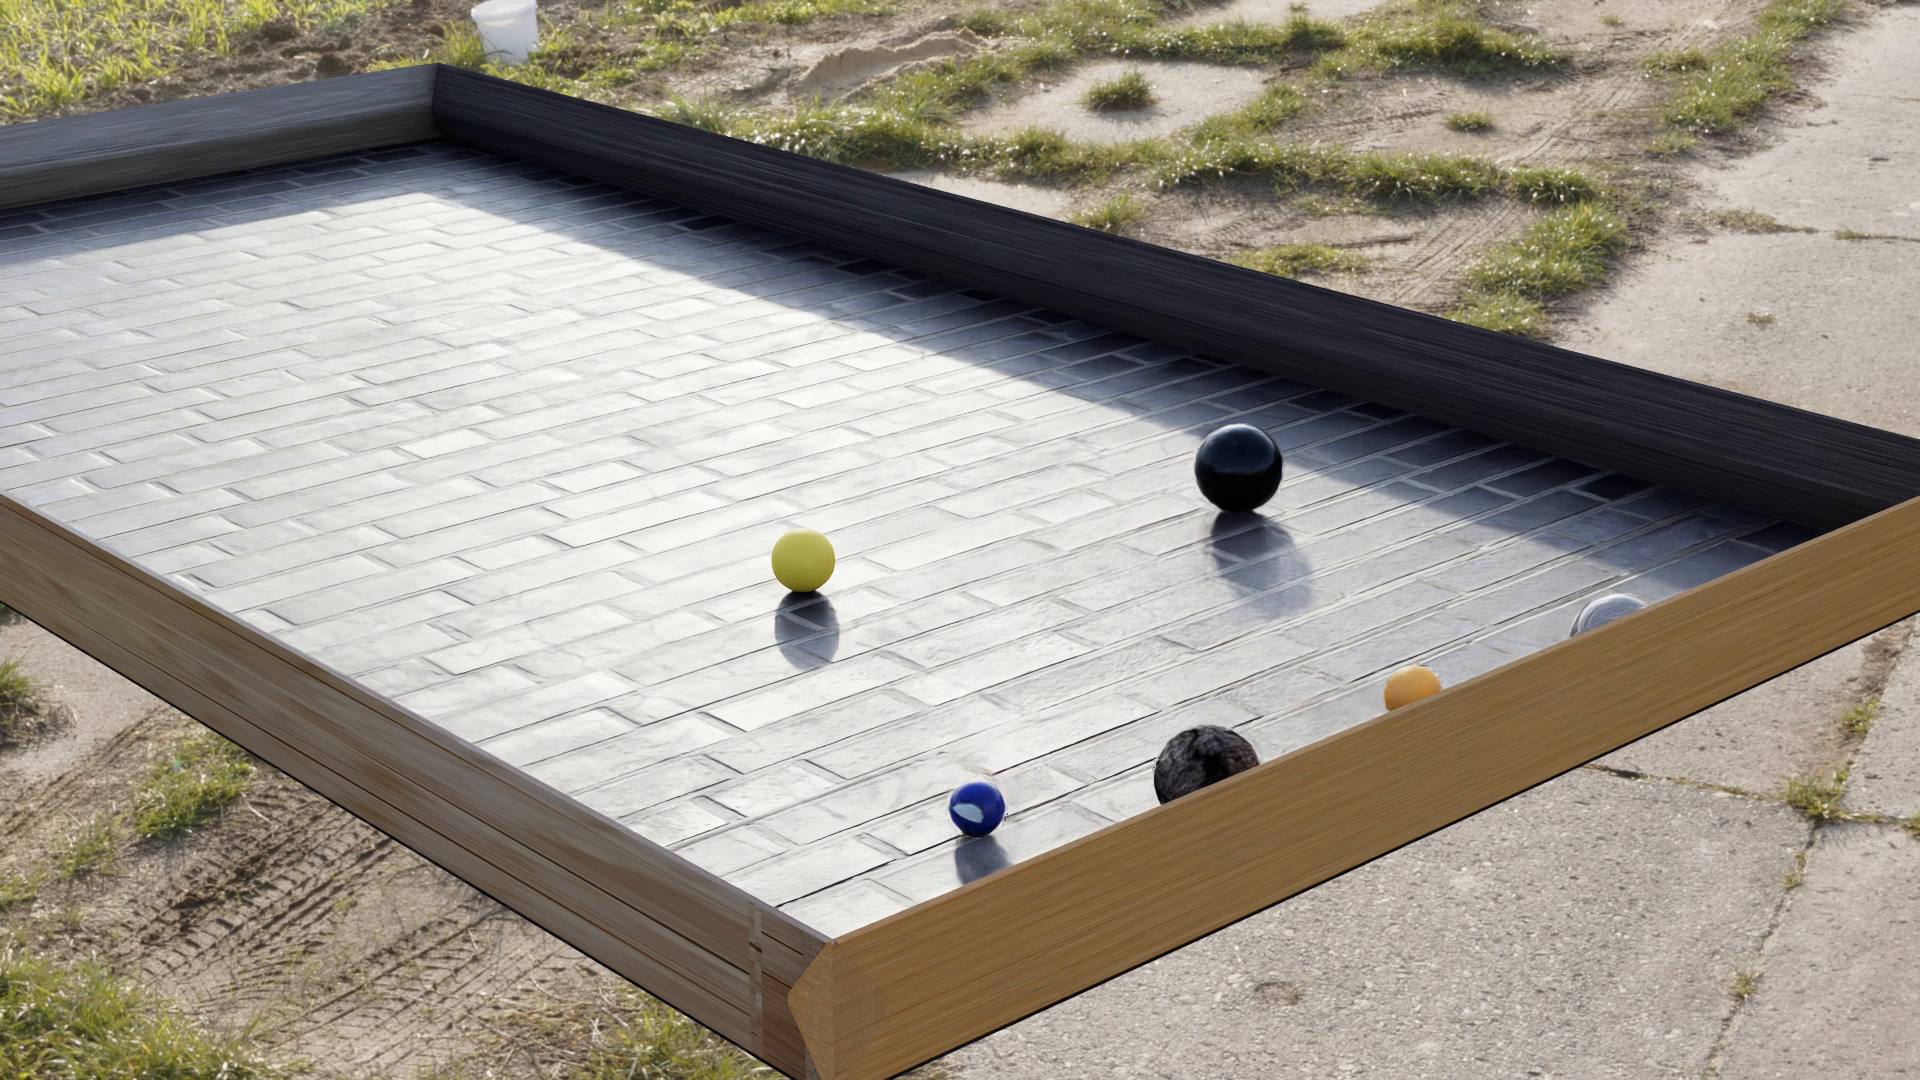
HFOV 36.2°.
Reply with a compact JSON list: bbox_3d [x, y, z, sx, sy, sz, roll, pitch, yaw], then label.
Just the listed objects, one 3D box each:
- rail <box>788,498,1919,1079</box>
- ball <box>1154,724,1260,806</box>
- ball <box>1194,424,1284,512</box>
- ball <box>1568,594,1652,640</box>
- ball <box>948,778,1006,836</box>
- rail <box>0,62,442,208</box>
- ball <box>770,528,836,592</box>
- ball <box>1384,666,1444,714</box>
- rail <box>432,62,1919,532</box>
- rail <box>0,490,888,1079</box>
[{"bbox_3d":[0.434,0.139,2.332,1.428,0.116,0.045,-17,26,-39],"label":"rail"},{"bbox_3d":[0.191,0.184,2.258,0.084,0.084,0.084,0,20,0],"label":"ball"},{"bbox_3d":[0.280,-0.072,2.956,0.089,0.089,0.089,0,20,0],"label":"ball"},{"bbox_3d":[0.565,0.087,2.527,0.082,0.082,0.082,0,20,0],"label":"ball"},{"bbox_3d":[0.013,0.205,2.257,0.044,0.044,0.044,0,20,0],"label":"ball"},{"bbox_3d":[-1.333,-0.526,4.169,1.428,0.116,0.045,-17,26,-39],"label":"rail"},{"bbox_3d":[-0.146,0.019,2.748,0.060,0.060,0.060,0,20,0],"label":"ball"},{"bbox_3d":[0.379,0.130,2.456,0.050,0.050,0.050,0,20,0],"label":"ball"},{"bbox_3d":[0.063,-0.351,3.686,0.045,0.116,2.681,-17,26,-39],"label":"rail"},{"bbox_3d":[-0.962,-0.036,2.815,0.045,0.116,2.681,-17,26,-39],"label":"rail"}]
